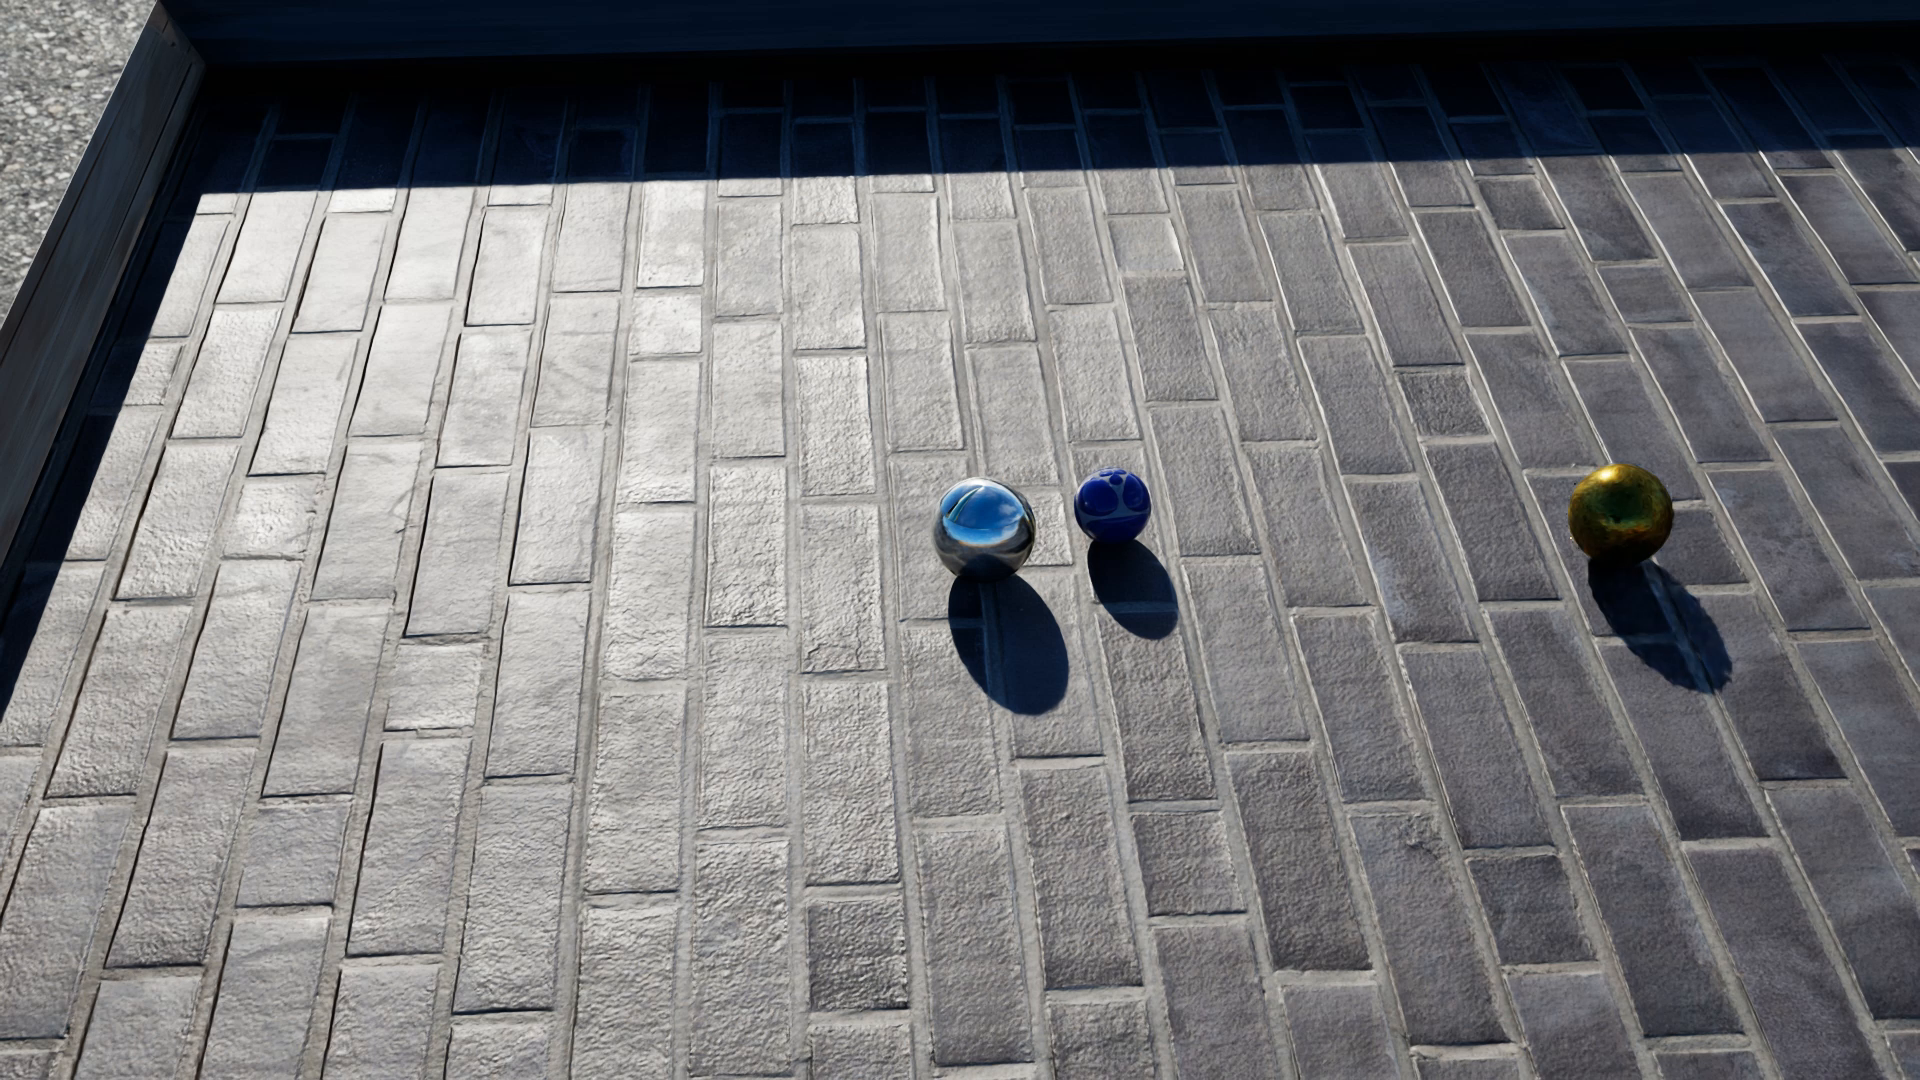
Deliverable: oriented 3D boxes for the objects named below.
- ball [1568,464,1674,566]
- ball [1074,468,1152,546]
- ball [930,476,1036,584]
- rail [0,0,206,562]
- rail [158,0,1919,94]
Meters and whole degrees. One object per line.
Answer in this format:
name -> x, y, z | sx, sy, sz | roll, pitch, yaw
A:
ball -> 0.458, -0.017, 1.778 | 0.071, 0.071, 0.071 | 0, 36, 0
ball -> 0.107, -0.024, 1.800 | 0.055, 0.055, 0.055 | 0, 36, 0
ball -> 0.016, -0.007, 1.761 | 0.073, 0.073, 0.073 | 0, 36, 0
rail -> -0.662, 0.010, 1.717 | 0.045, 0.095, 1.605 | -2, 36, -3
rail -> 0.640, -0.490, 2.415 | 2.749, 0.095, 0.045 | -2, 36, -3
